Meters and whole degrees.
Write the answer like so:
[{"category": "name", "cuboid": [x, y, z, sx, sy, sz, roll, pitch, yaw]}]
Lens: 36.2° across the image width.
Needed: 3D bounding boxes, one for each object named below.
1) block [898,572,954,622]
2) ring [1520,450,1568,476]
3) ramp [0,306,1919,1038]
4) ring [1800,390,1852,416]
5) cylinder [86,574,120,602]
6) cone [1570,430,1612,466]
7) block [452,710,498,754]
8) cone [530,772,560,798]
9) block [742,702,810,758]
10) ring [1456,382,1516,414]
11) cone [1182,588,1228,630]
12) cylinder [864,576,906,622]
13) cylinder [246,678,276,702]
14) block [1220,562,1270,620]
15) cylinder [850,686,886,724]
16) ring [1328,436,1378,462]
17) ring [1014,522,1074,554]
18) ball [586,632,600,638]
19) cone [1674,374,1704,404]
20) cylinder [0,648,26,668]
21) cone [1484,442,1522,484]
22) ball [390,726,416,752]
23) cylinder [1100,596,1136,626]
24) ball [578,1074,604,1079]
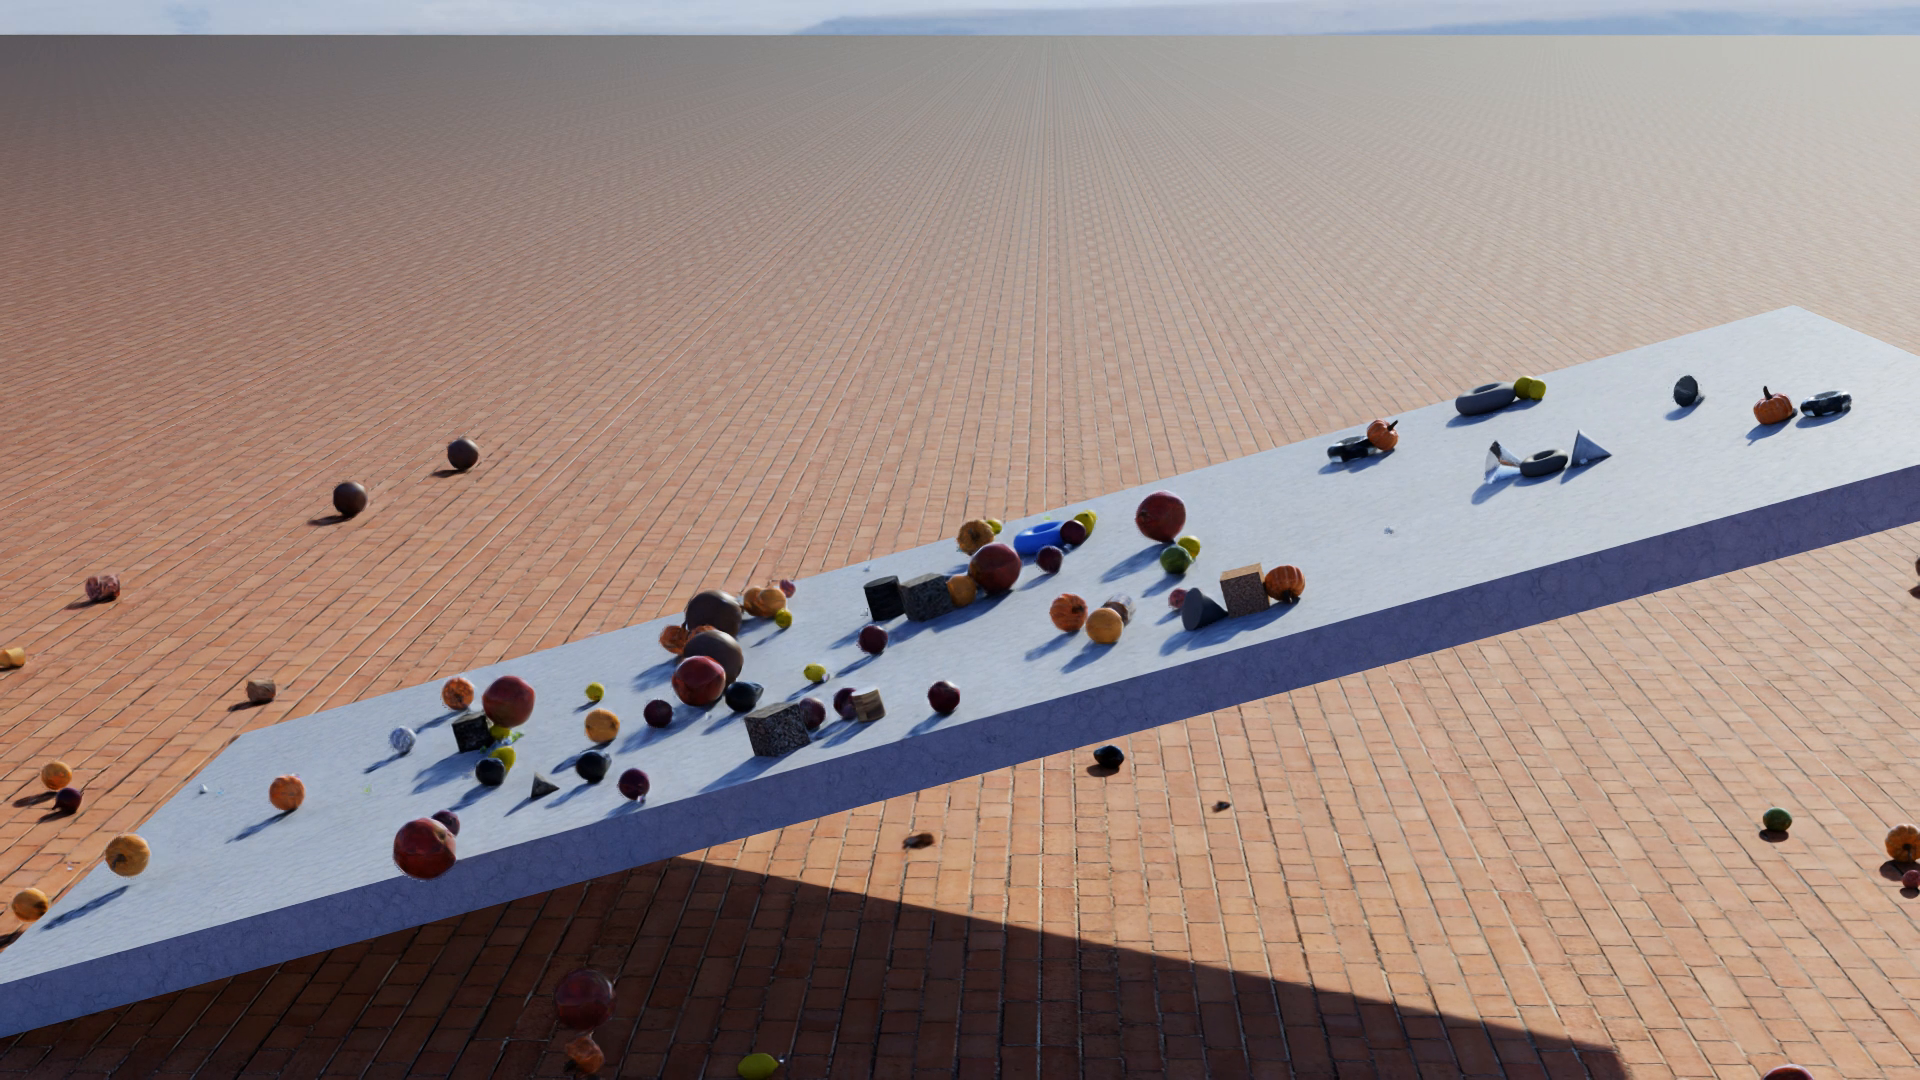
[{"category": "block", "cuboid": [-0.075, 0.125, 6.402, 0.082, 0.082, 0.082, -19, 10, -18]}, {"category": "ring", "cuboid": [1.201, -0.158, 6.051, 0.101, 0.034, 0.101, -19, 11, 4]}, {"category": "ramp", "cuboid": [0.087, 0.188, 6.323, 4.000, 0.100, 2.000, -15, 10, 5]}, {"category": "ring", "cuboid": [1.719, -0.271, 5.836, 0.102, 0.034, 0.102, -15, 9, 2]}, {"category": "cylinder", "cuboid": [-2.793, 0.155, 9.589, 0.077, 0.077, 0.077, 8, 13, 37]}, {"category": "cone", "cuboid": [1.298, -0.181, 6.021, 0.078, 0.078, 0.078, 12, 12, 7]}, {"category": "block", "cuboid": [-1.057, 0.417, 6.410, 0.068, 0.068, 0.068, -14, 10, 11]}, {"category": "cone", "cuboid": [-0.809, 0.482, 5.757, 0.054, 0.054, 0.054, 10, 9, -7]}, {"category": "block", "cuboid": [-0.346, 0.357, 5.542, 0.079, 0.079, 0.079, -22, 11, -33]}, {"category": "ring", "cuboid": [1.242, -0.334, 6.945, 0.146, 0.049, 0.146, -17, 9, 3]}, {"category": "cone", "cuboid": [0.476, 0.136, 5.565, 0.083, 0.083, 0.083, 9, 6, -23]}, {"category": "cylinder", "cuboid": [-0.166, 0.130, 6.534, 0.080, 0.080, 0.080, -16, 10, 3]}, {"category": "cylinder", "cuboid": [-1.949, 0.419, 8.206, 0.059, 0.059, 0.059, 10, 14, 43]}, {"category": "block", "cuboid": [0.540, 0.096, 5.569, 0.076, 0.076, 0.076, -14, 10, 11]}, {"category": "cylinder", "cuboid": [-0.173, 0.312, 5.582, 0.055, 0.055, 0.055, -16, 10, 3]}, {"category": "ring", "cuboid": [0.911, -0.212, 6.819, 0.122, 0.041, 0.122, -15, 10, 3]}, {"category": "ring", "cuboid": [0.195, -0.004, 6.800, 0.145, 0.048, 0.145, -15, 11, 3]}, {"category": "ball", "cuboid": [-1.078, 0.315, 8.703, 0.085, 0.085, 0.085, 0, 10, 0]}, {"category": "cone", "cuboid": [1.581, -0.314, 6.319, 0.067, 0.067, 0.067, 23, -8, -42]}, {"category": "cylinder", "cuboid": [-2.777, 0.345, 8.627, 0.052, 0.052, 0.052, 8, 13, 36]}, {"category": "cone", "cuboid": [1.146, -0.154, 6.099, 0.088, 0.088, 0.088, 10, 9, -8]}, {"category": "ball", "cuboid": [-1.248, 0.446, 6.591, 0.057, 0.057, 0.057, 0, 10, 0]}, {"category": "cylinder", "cuboid": [0.310, 0.139, 5.766, 0.056, 0.056, 0.056, 5, 0, 25]}, {"category": "ball", "cuboid": [-0.645, 0.975, 5.128, 0.083, 0.083, 0.083, 0, 10, 0]}]
